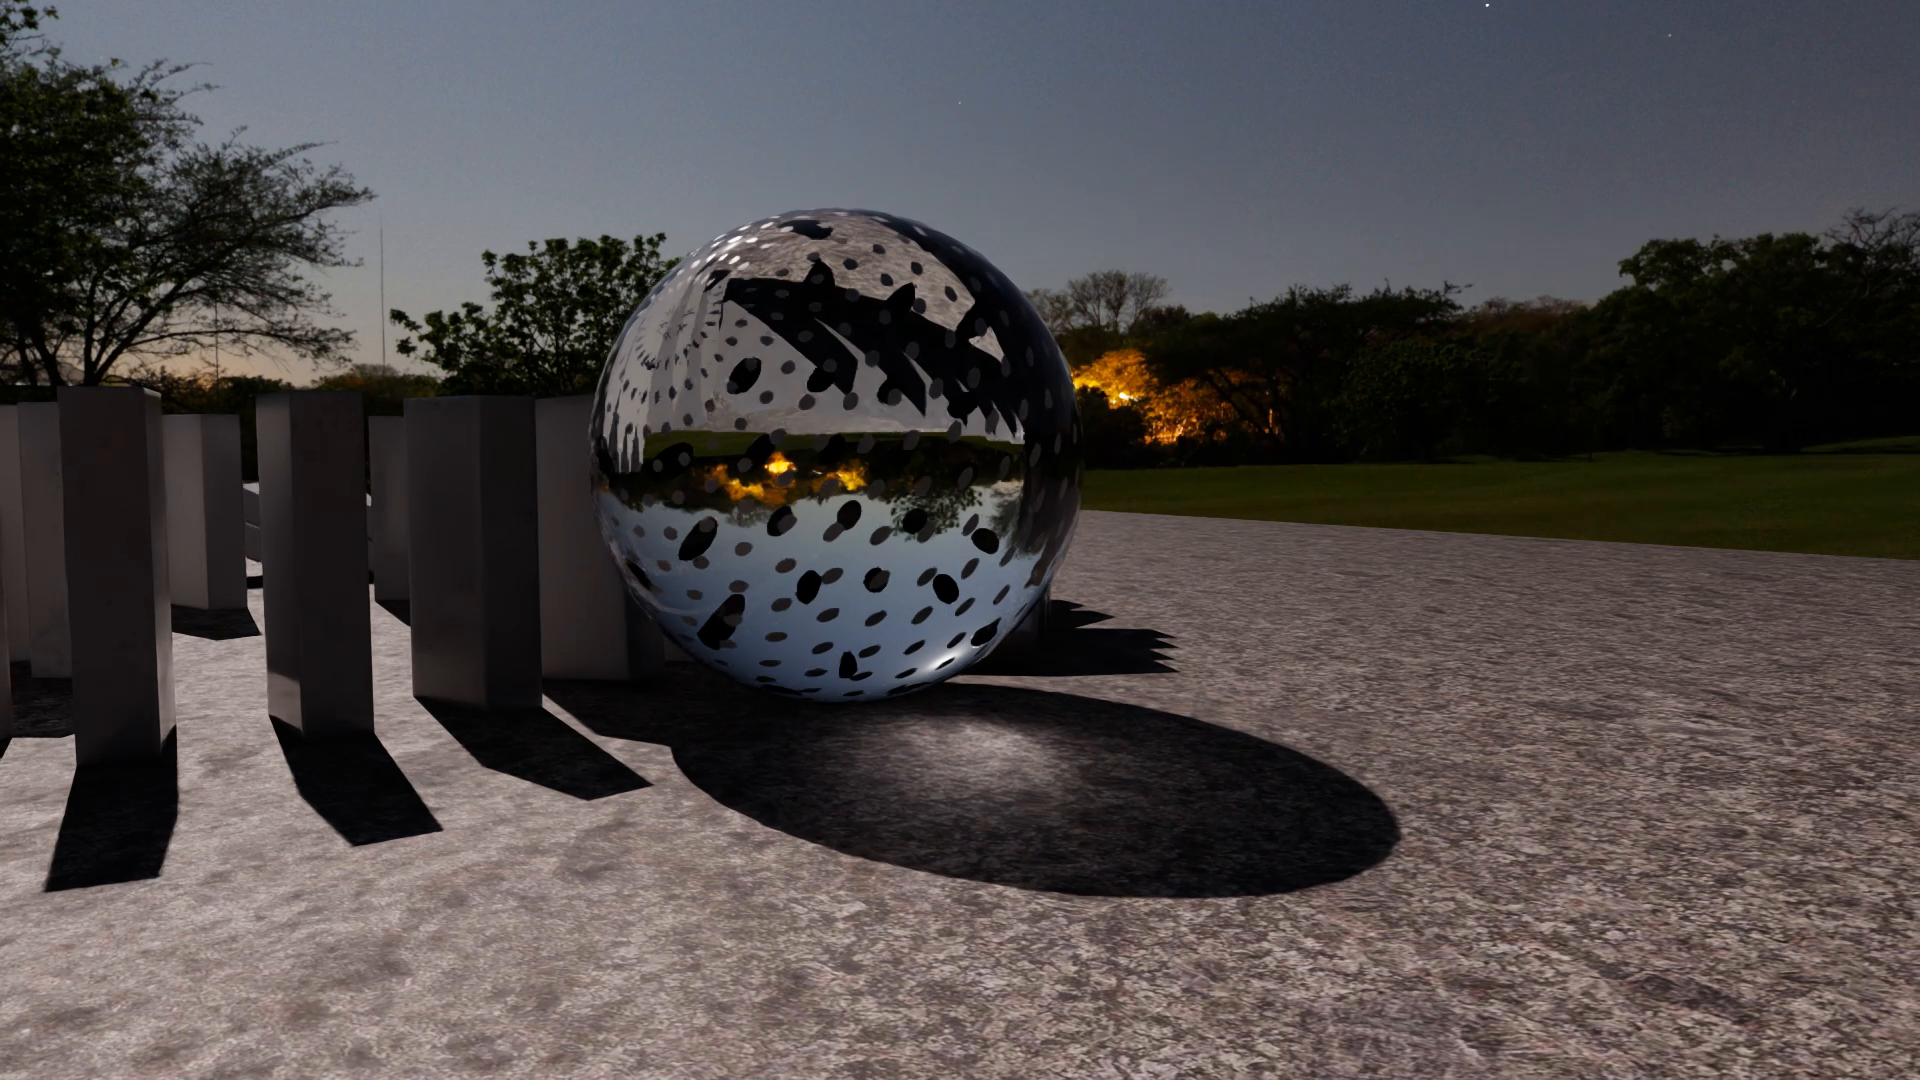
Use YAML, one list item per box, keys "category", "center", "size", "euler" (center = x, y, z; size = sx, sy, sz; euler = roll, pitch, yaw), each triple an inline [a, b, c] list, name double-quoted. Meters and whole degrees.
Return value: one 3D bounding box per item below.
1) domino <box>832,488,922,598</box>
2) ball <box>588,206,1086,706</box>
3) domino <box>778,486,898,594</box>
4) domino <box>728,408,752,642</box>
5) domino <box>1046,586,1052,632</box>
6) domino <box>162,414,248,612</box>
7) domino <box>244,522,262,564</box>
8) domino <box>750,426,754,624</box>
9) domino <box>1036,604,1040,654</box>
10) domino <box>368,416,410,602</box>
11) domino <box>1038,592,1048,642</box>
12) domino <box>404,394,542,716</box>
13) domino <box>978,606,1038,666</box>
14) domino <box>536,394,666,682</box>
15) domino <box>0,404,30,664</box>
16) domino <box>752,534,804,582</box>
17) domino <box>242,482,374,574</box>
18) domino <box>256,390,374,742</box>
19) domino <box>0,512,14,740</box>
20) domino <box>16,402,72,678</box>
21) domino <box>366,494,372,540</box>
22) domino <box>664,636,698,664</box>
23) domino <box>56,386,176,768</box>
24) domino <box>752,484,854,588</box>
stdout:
- category: "domino"
  center: [-0.014, 0.001, 0.367]
  size: [0.025, 0.010, 0.050]
  euler: [-3, 29, -34]
- category: "ball"
  center: [-0.019, -0.013, 0.210]
  size: [0.080, 0.080, 0.080]
  euler: [0, 4, 0]
- category: "domino"
  center: [-0.031, -0.001, 0.387]
  size: [0.025, 0.009, 0.050]
  euler: [-3, 30, -40]
- category: "domino"
  center: [-0.058, -0.003, 0.277]
  size: [0.025, 0.050, 0.010]
  euler: [0, 4, -3]
- category: "domino"
  center: [0.010, -0.001, 0.304]
  size: [0.025, 0.009, 0.050]
  euler: [1, 46, 6]
- category: "domino"
  center: [-0.198, -0.008, 0.334]
  size: [0.025, 0.050, 0.009]
  euler: [3, 5, 36]
- category: "domino"
  center: [-0.231, -0.003, 0.405]
  size: [0.050, 0.009, 0.025]
  euler: [27, -9, -26]
- category: "domino"
  center: [-0.062, -0.005, 0.301]
  size: [0.025, 0.050, 0.009]
  euler: [-1, 4, -15]
- category: "domino"
  center: [0.005, 0.002, 0.276]
  size: [0.025, 0.009, 0.050]
  euler: [0, 46, 6]
- category: "domino"
  center: [-0.157, -0.009, 0.358]
  size: [0.009, 0.050, 0.025]
  euler: [-1, 4, -13]
- category: "domino"
  center: [0.008, 0.000, 0.290]
  size: [0.025, 0.010, 0.050]
  euler: [2, 46, 7]
- category: "domino"
  center: [-0.080, 0.002, 0.210]
  size: [0.025, 0.050, 0.010]
  euler: [4, 6, 41]
- category: "domino"
  center: [0.004, 0.003, 0.262]
  size: [0.025, 0.009, 0.050]
  euler: [0, 46, 6]
- category: "domino"
  center: [-0.067, 0.000, 0.231]
  size: [0.025, 0.050, 0.009]
  euler: [-2, 3, 27]
- category: "domino"
  center: [-0.188, -0.001, 0.248]
  size: [0.009, 0.050, 0.025]
  euler: [2, 5, 30]
- category: "domino"
  center: [-0.069, -0.003, 0.416]
  size: [0.050, 0.009, 0.025]
  euler: [33, 22, 31]
- category: "domino"
  center: [-0.210, -0.004, 0.420]
  size: [0.050, 0.009, 0.025]
  euler: [25, -1, -13]
- category: "domino"
  center: [-0.098, 0.003, 0.194]
  size: [0.009, 0.050, 0.025]
  euler: [-3, 5, -38]
- category: "domino"
  center: [-0.141, 0.005, 0.172]
  size: [0.010, 0.050, 0.025]
  euler: [-1, 4, -10]
- category: "domino"
  center: [-0.164, -0.001, 0.244]
  size: [0.009, 0.050, 0.025]
  euler: [0, 4, 1]
- category: "domino"
  center: [-0.188, -0.004, 0.426]
  size: [0.050, 0.009, 0.025]
  euler: [24, -1, -12]
- category: "domino"
  center: [-0.059, -0.001, 0.253]
  size: [0.025, 0.050, 0.009]
  euler: [1, 4, 8]
- category: "domino"
  center: [-0.118, 0.004, 0.180]
  size: [0.009, 0.050, 0.025]
  euler: [-2, 5, -27]
- category: "domino"
  center: [-0.049, -0.002, 0.402]
  size: [0.025, 0.009, 0.050]
  euler: [-4, 31, -46]
